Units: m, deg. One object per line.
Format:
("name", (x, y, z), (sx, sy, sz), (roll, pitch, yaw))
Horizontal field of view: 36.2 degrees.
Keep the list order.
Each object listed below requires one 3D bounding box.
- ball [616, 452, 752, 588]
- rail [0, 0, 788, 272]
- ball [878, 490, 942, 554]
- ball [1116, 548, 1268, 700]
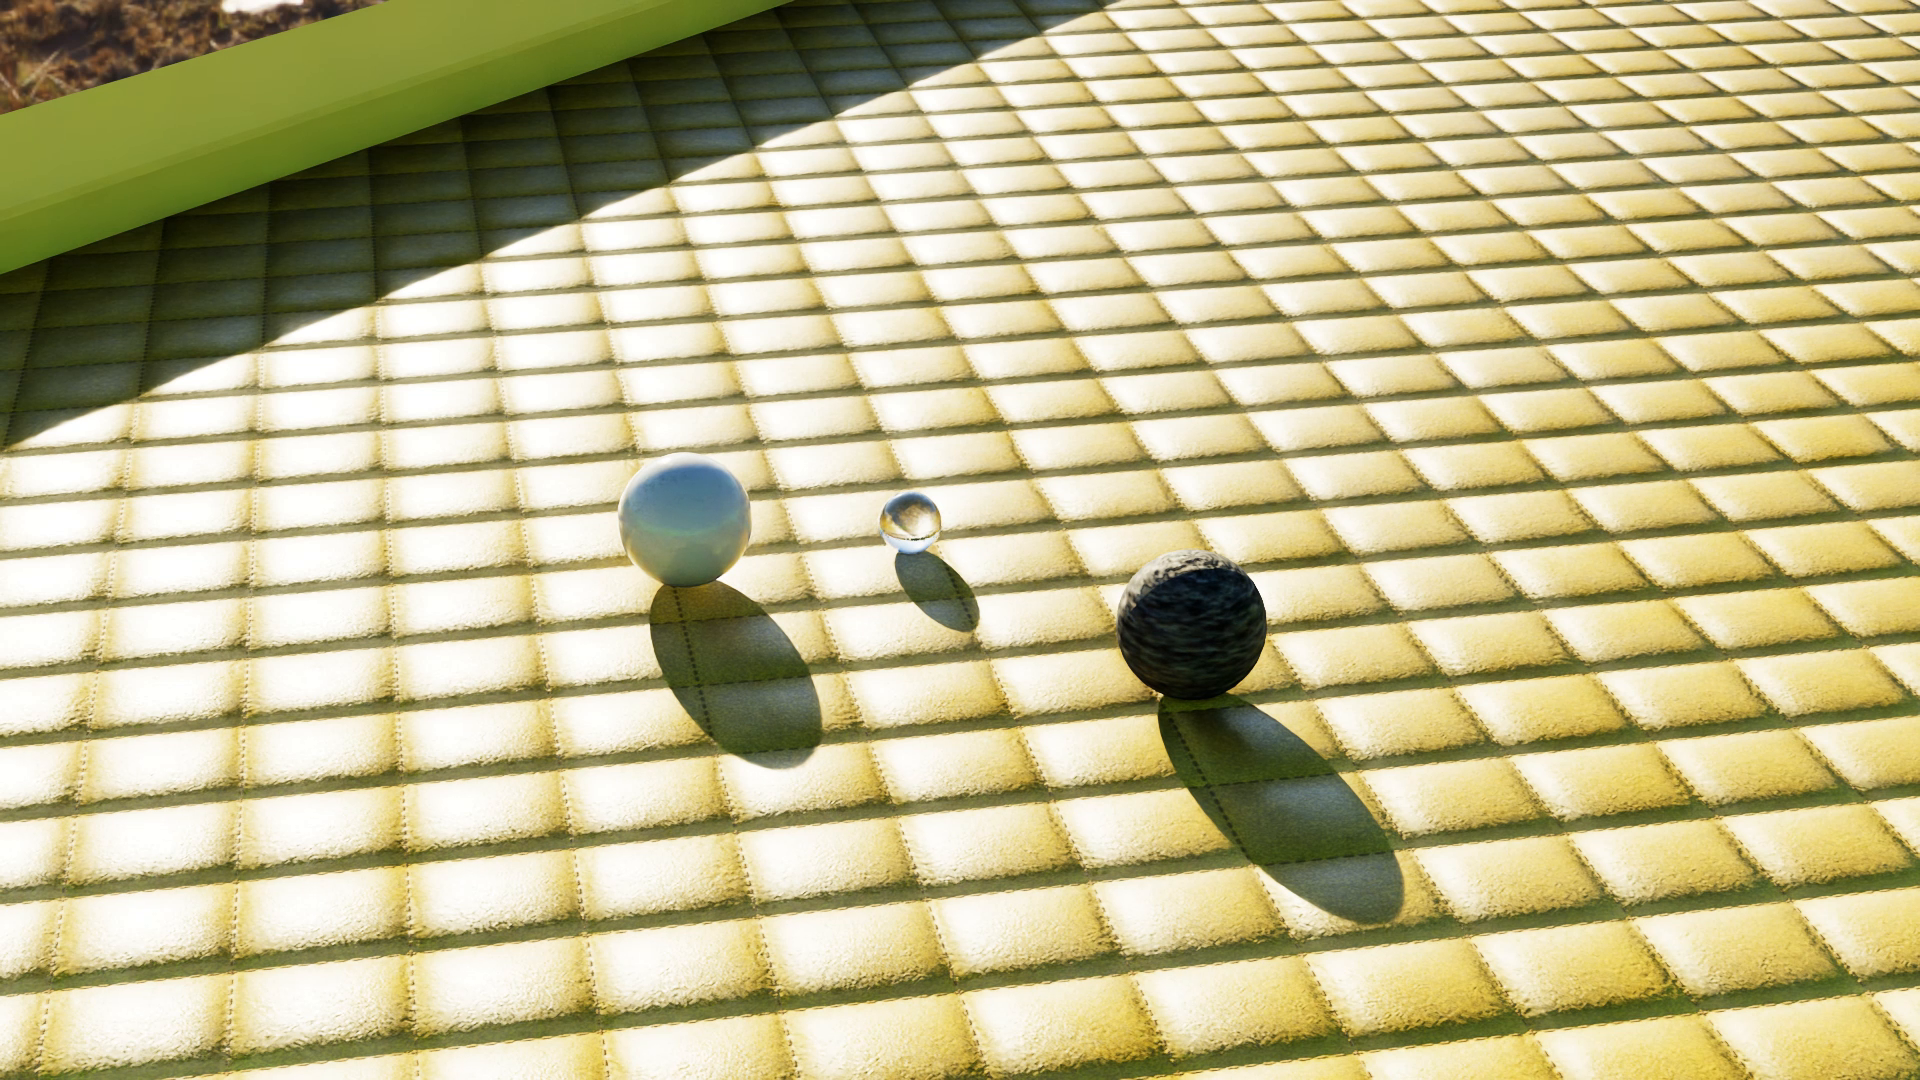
("ball", (-0.175, -0.013, 1.870), (0.086, 0.086, 0.086), (0, 25, 0))
("rail", (-0.326, -0.551, 2.996), (0.045, 0.128, 3.498), (16, 29, 30))
("ball", (-0.033, -0.012, 1.921), (0.041, 0.041, 0.041), (0, 25, 0))
("ball", (0.136, 0.050, 1.730), (0.089, 0.089, 0.089), (0, 25, 0))
